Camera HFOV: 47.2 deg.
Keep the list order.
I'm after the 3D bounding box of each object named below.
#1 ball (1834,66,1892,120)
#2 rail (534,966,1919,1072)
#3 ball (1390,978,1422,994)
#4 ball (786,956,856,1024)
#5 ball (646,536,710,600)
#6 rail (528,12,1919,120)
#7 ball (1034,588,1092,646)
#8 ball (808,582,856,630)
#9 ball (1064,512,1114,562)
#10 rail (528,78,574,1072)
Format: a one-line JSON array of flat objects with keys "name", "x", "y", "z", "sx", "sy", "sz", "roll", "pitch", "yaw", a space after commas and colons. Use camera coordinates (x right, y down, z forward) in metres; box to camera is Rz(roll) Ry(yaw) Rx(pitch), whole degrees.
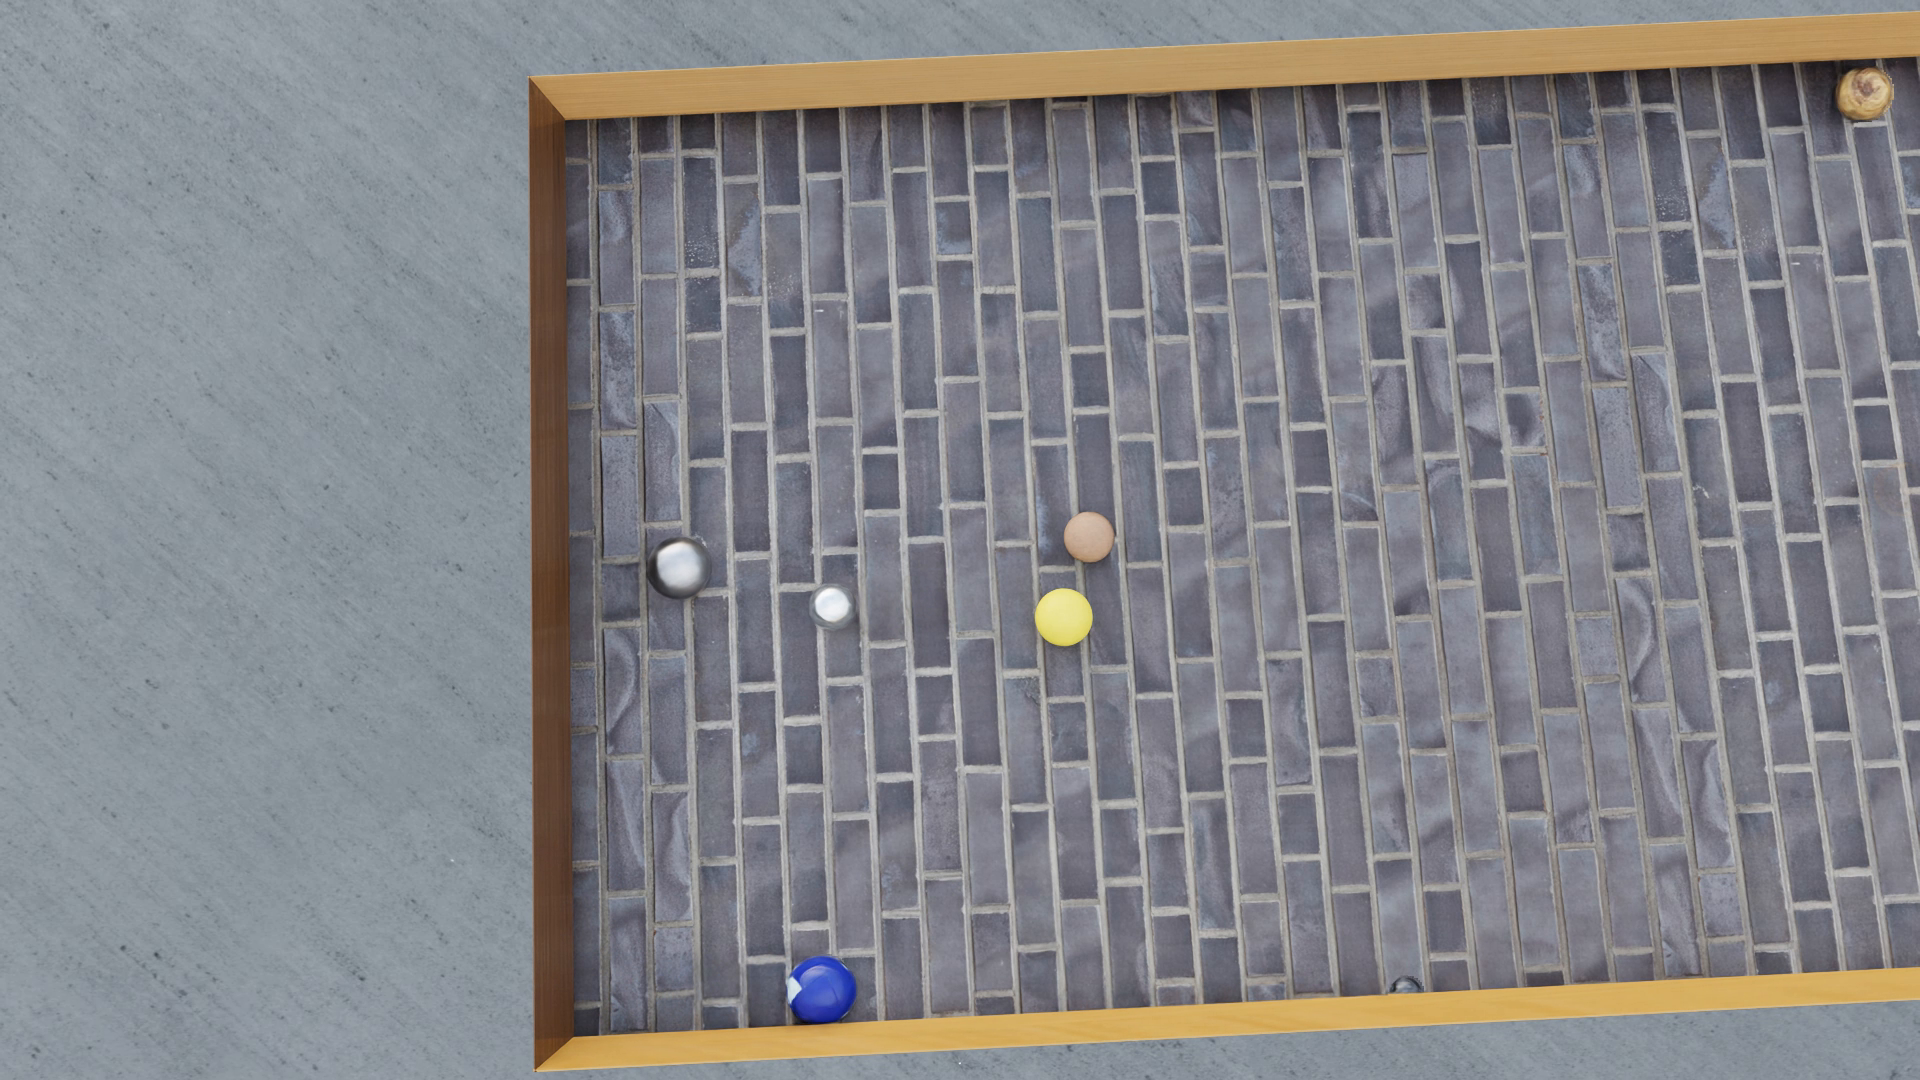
[{"name": "ball", "x": 1.431, "y": -0.708, "z": 3.486, "sx": 0.084, "sy": 0.084, "sz": 0.084, "roll": 0, "pitch": 77, "yaw": 0}, {"name": "rail", "x": 0.667, "y": 0.668, "z": 3.134, "sx": 2.525, "sy": 0.128, "sz": 0.045, "roll": -3, "pitch": 77, "yaw": -1}, {"name": "ball", "x": 0.645, "y": 0.656, "z": 3.180, "sx": 0.046, "sy": 0.046, "sz": 0.046, "roll": 0, "pitch": 77, "yaw": 0}, {"name": "ball", "x": -0.200, "y": 0.646, "z": 3.156, "sx": 0.098, "sy": 0.098, "sz": 0.098, "roll": 0, "pitch": 77, "yaw": 0}, {"name": "ball", "x": -0.423, "y": 0.042, "z": 3.301, "sx": 0.095, "sy": 0.095, "sz": 0.095, "roll": 0, "pitch": 77, "yaw": 0}, {"name": "rail", "x": 0.593, "y": -0.742, "z": 3.470, "sx": 2.525, "sy": 0.128, "sz": 0.045, "roll": -3, "pitch": 77, "yaw": -1}, {"name": "ball", "x": 0.155, "y": 0.116, "z": 3.288, "sx": 0.086, "sy": 0.086, "sz": 0.086, "roll": 0, "pitch": 77, "yaw": 0}, {"name": "ball", "x": -0.191, "y": 0.100, "z": 3.300, "sx": 0.071, "sy": 0.071, "sz": 0.071, "roll": 0, "pitch": 77, "yaw": 0}, {"name": "ball", "x": 0.195, "y": -0.004, "z": 3.321, "sx": 0.078, "sy": 0.078, "sz": 0.078, "roll": 0, "pitch": 77, "yaw": 0}, {"name": "rail", "x": -0.607, "y": 0.024, "z": 3.288, "sx": 0.045, "sy": 0.128, "sz": 1.499, "roll": -3, "pitch": 77, "yaw": -1}]
